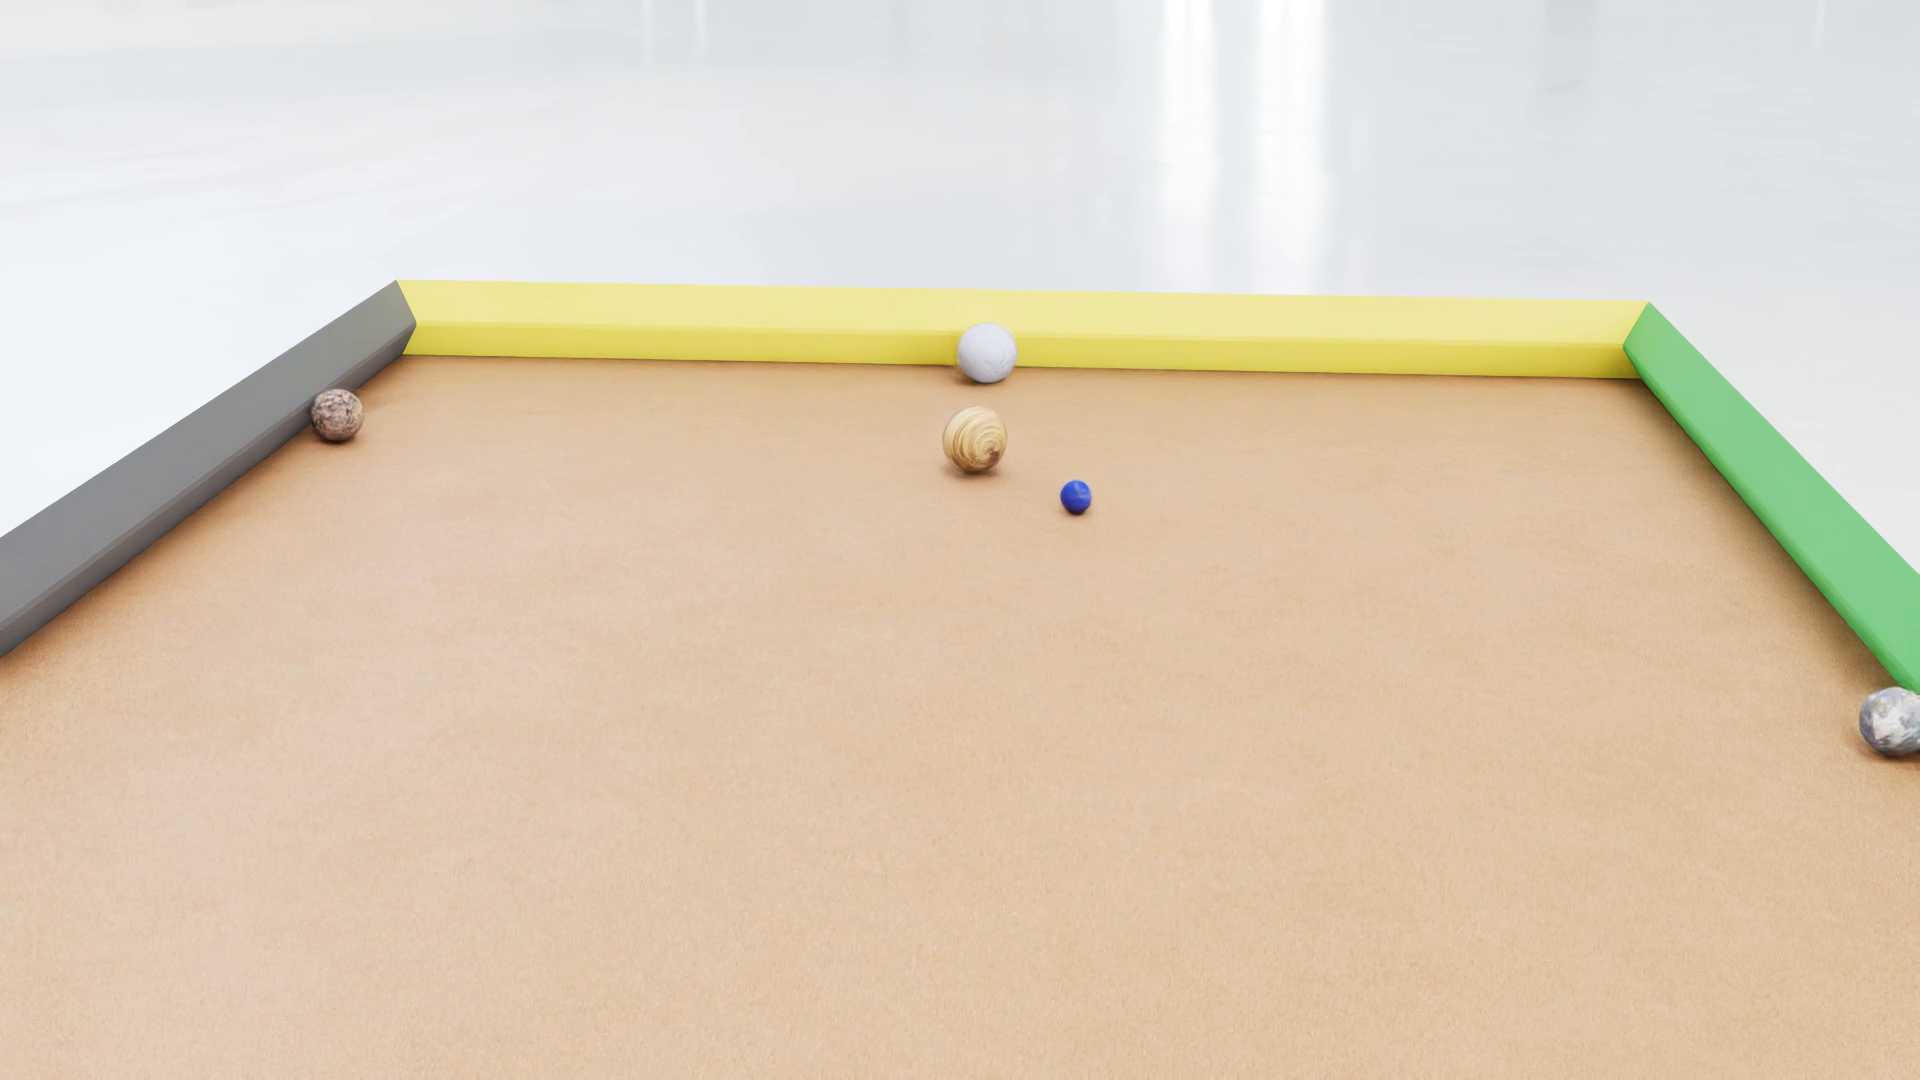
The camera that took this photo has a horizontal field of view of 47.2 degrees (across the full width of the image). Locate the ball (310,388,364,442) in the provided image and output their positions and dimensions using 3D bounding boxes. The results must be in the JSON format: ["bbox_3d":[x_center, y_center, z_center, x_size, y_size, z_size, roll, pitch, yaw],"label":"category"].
[{"bbox_3d":[-0.908,-0.182,3.208,0.077,0.077,0.077,0,19,0],"label":"ball"}]

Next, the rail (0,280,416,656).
[{"bbox_3d":[-1.082,0.275,1.785,0.045,0.126,4.048,1,19,4],"label":"rail"}]

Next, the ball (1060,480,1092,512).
[{"bbox_3d":[0.153,-0.057,2.894,0.043,0.043,0.043,0,19,0],"label":"ball"}]

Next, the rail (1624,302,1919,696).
[{"bbox_3d":[0.921,0.327,1.634,0.045,0.126,4.048,1,19,4],"label":"rail"}]

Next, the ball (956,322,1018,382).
[{"bbox_3d":[0.043,-0.300,3.524,0.097,0.097,0.097,0,19,0],"label":"ball"}]

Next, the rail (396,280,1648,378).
[{"bbox_3d":[0.079,-0.342,3.597,2.056,0.126,0.045,1,19,4],"label":"rail"}]

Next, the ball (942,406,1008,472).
[{"bbox_3d":[0.020,-0.140,3.060,0.092,0.092,0.092,0,19,0],"label":"ball"}]

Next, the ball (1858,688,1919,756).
[{"bbox_3d":[0.920,0.179,2.165,0.067,0.067,0.067,0,19,0],"label":"ball"}]
